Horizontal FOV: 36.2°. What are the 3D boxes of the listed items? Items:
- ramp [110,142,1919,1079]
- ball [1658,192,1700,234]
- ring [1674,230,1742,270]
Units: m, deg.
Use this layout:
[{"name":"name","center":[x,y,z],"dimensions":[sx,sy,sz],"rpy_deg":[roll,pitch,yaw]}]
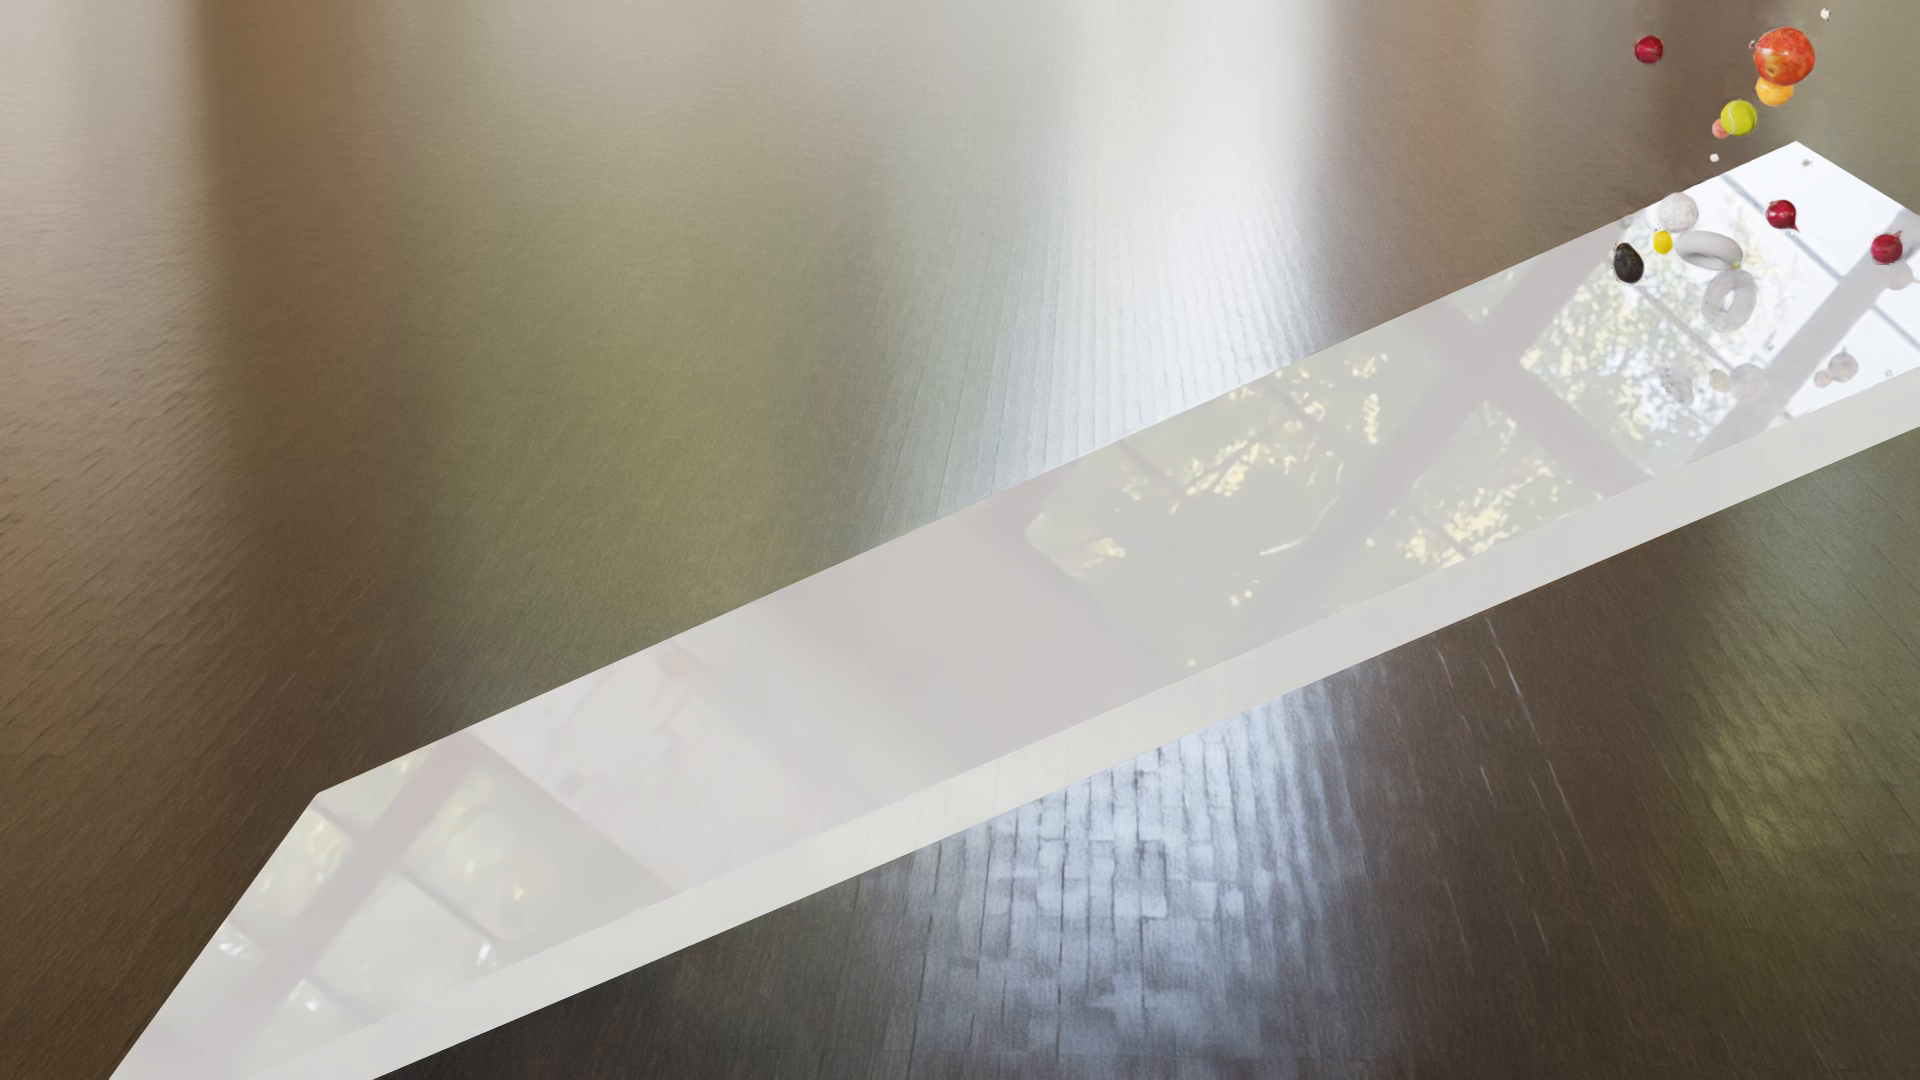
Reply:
[{"name":"ramp","center":[0.135,0.169,6.282],"dimensions":[4.000,0.100,2.000],"rpy_deg":[-24,13,9]},{"name":"ball","center":[1.454,-0.661,5.955],"dimensions":[0.083,0.083,0.083],"rpy_deg":[0,16,0]},{"name":"ring","center":[1.561,-0.604,6.129],"dimensions":[0.143,0.048,0.143],"rpy_deg":[17,-9,3]}]
